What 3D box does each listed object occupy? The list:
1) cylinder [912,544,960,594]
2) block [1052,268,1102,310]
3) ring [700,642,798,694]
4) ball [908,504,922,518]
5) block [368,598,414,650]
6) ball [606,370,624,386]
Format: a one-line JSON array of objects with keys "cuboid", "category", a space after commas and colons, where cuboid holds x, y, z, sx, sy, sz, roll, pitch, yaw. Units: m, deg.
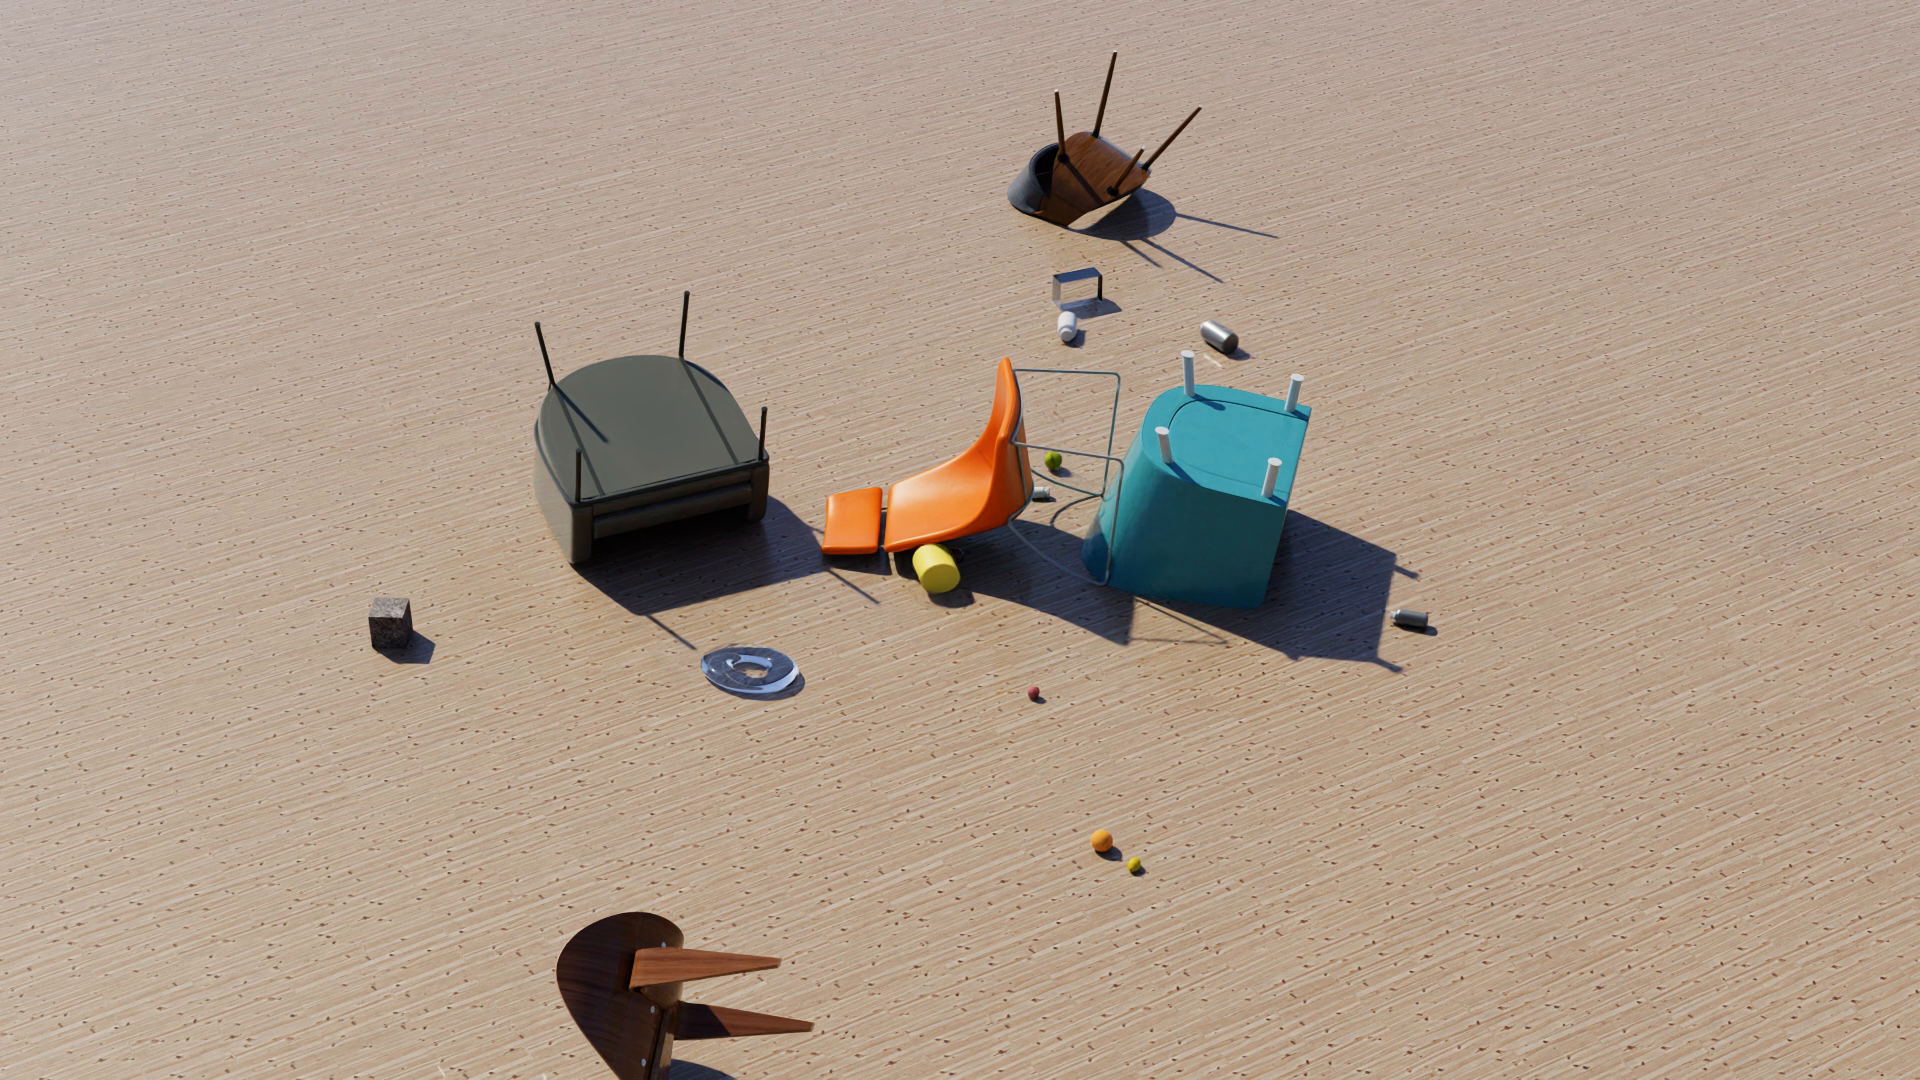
[{"cuboid": [-0.087, 0.104, 10.669, 0.147, 0.129, 0.136, 4, 31, -19], "category": "cylinder"}, {"cuboid": [0.498, -1.068, 12.452, 0.194, 0.125, 0.085, -13, 35, -18], "category": "block"}, {"cuboid": [-0.734, 0.446, 10.220, 0.363, 0.053, 0.258, 13, 36, 20], "category": "ring"}, {"cuboid": [-0.169, -0.110, 11.059, 0.057, 0.057, 0.057, 0, 33, 0], "category": "ball"}, {"cuboid": [-2.014, 0.294, 10.375, 0.122, 0.135, 0.121, 1, 33, 2], "category": "block"}, {"cuboid": [-1.398, -0.656, 11.879, 0.067, 0.067, 0.067, 0, 33, 0], "category": "ball"}]
